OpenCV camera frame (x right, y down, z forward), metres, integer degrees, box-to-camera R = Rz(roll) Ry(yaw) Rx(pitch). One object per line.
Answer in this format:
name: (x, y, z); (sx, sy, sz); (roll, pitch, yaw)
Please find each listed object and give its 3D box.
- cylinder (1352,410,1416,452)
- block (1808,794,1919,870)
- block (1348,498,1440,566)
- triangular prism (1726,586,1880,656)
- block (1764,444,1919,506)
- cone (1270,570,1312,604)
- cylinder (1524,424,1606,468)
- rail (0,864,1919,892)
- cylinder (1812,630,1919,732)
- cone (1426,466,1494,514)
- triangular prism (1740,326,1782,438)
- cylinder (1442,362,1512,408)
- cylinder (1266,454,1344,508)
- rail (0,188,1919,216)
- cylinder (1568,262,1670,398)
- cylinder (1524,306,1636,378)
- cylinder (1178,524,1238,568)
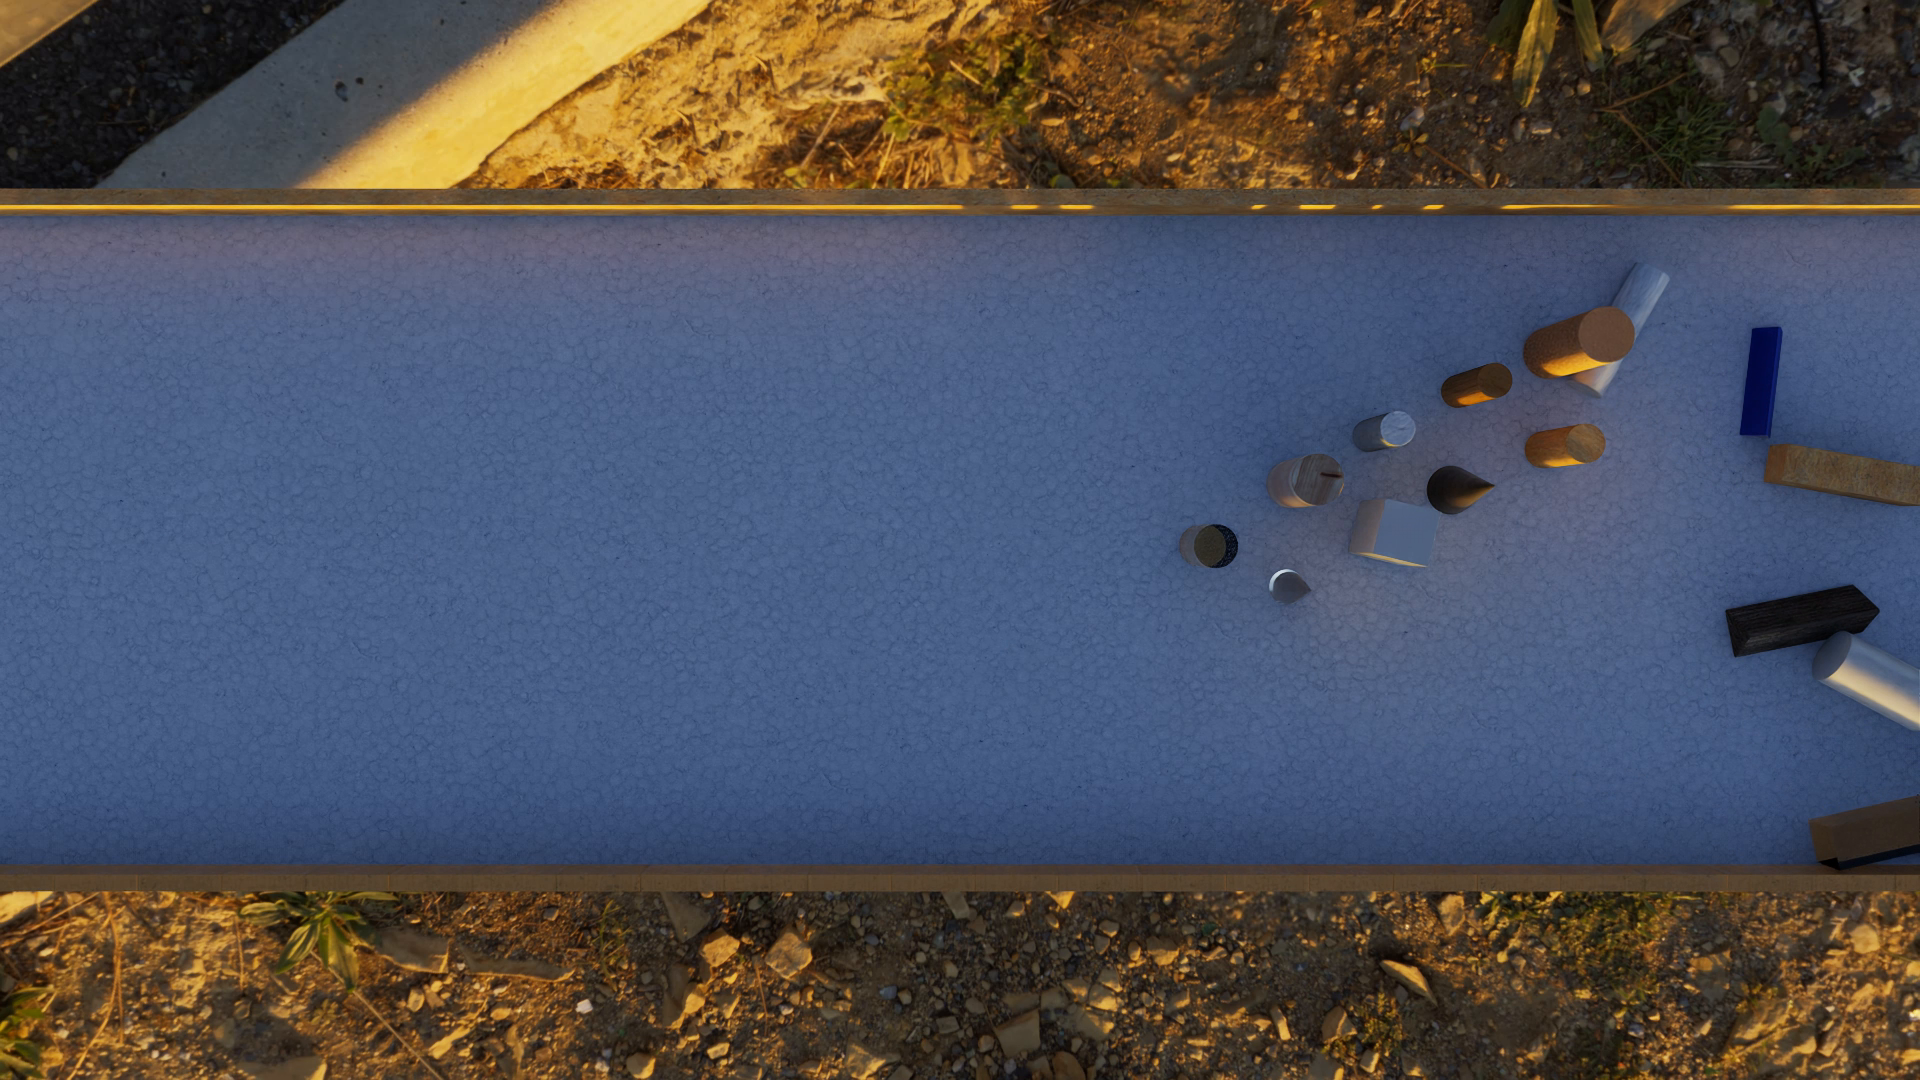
cylinder: (1.258, -0.321, 4.909); (0.101, 0.336, 0.101); (0, 90, 0)
block: (2.833, 0.879, 5.010); (0.429, 0.132, 0.132); (-13, 90, 0)
block: (1.293, -0.022, 4.924); (0.164, 0.306, 0.164); (14, 90, 0)
triangular prism: (2.564, 0.249, 5.009); (0.397, 0.127, 0.147); (-11, 90, 0)
block: (2.697, -0.197, 5.020); (0.434, 0.113, 0.113); (10, 90, 0)
cone: (1.006, 0.145, 4.896); (0.109, 0.361, 0.109); (0, 90, 0)
cylinder: (1.795, -0.278, 4.904); (0.114, 0.346, 0.114); (0, 90, 0)
rail: (-2.247, 1.025, 5.001); (12.000, 0.150, 0.050); (0, 90, 0)
cylinder: (2.781, 0.426, 4.992); (0.327, 0.170, 0.170); (28, 90, 0)
cone: (1.512, -0.153, 4.866); (0.150, 0.421, 0.150); (0, 90, 0)
triangular prism: (2.464, -0.481, 5.034); (0.092, 0.080, 0.331); (7, 90, 0)
cylinder: (1.531, -0.457, 4.899); (0.101, 0.355, 0.101); (0, 90, 0)
cylinder: (1.017, -0.172, 4.880); (0.148, 0.393, 0.148); (0, 90, 0)
rail: (-2.247, -1.025, 5.002); (12.000, 0.150, 0.050); (0, 90, 0)
cylinder: (2.004, -0.637, 5.020); (0.112, 0.112, 0.413); (30, 90, 0)
cylinder: (1.811, -0.575, 4.846); (0.159, 0.460, 0.159); (0, 90, 0)
cylinder: (0.738, 0.018, 4.914); (0.128, 0.325, 0.128); (0, 90, 0)
